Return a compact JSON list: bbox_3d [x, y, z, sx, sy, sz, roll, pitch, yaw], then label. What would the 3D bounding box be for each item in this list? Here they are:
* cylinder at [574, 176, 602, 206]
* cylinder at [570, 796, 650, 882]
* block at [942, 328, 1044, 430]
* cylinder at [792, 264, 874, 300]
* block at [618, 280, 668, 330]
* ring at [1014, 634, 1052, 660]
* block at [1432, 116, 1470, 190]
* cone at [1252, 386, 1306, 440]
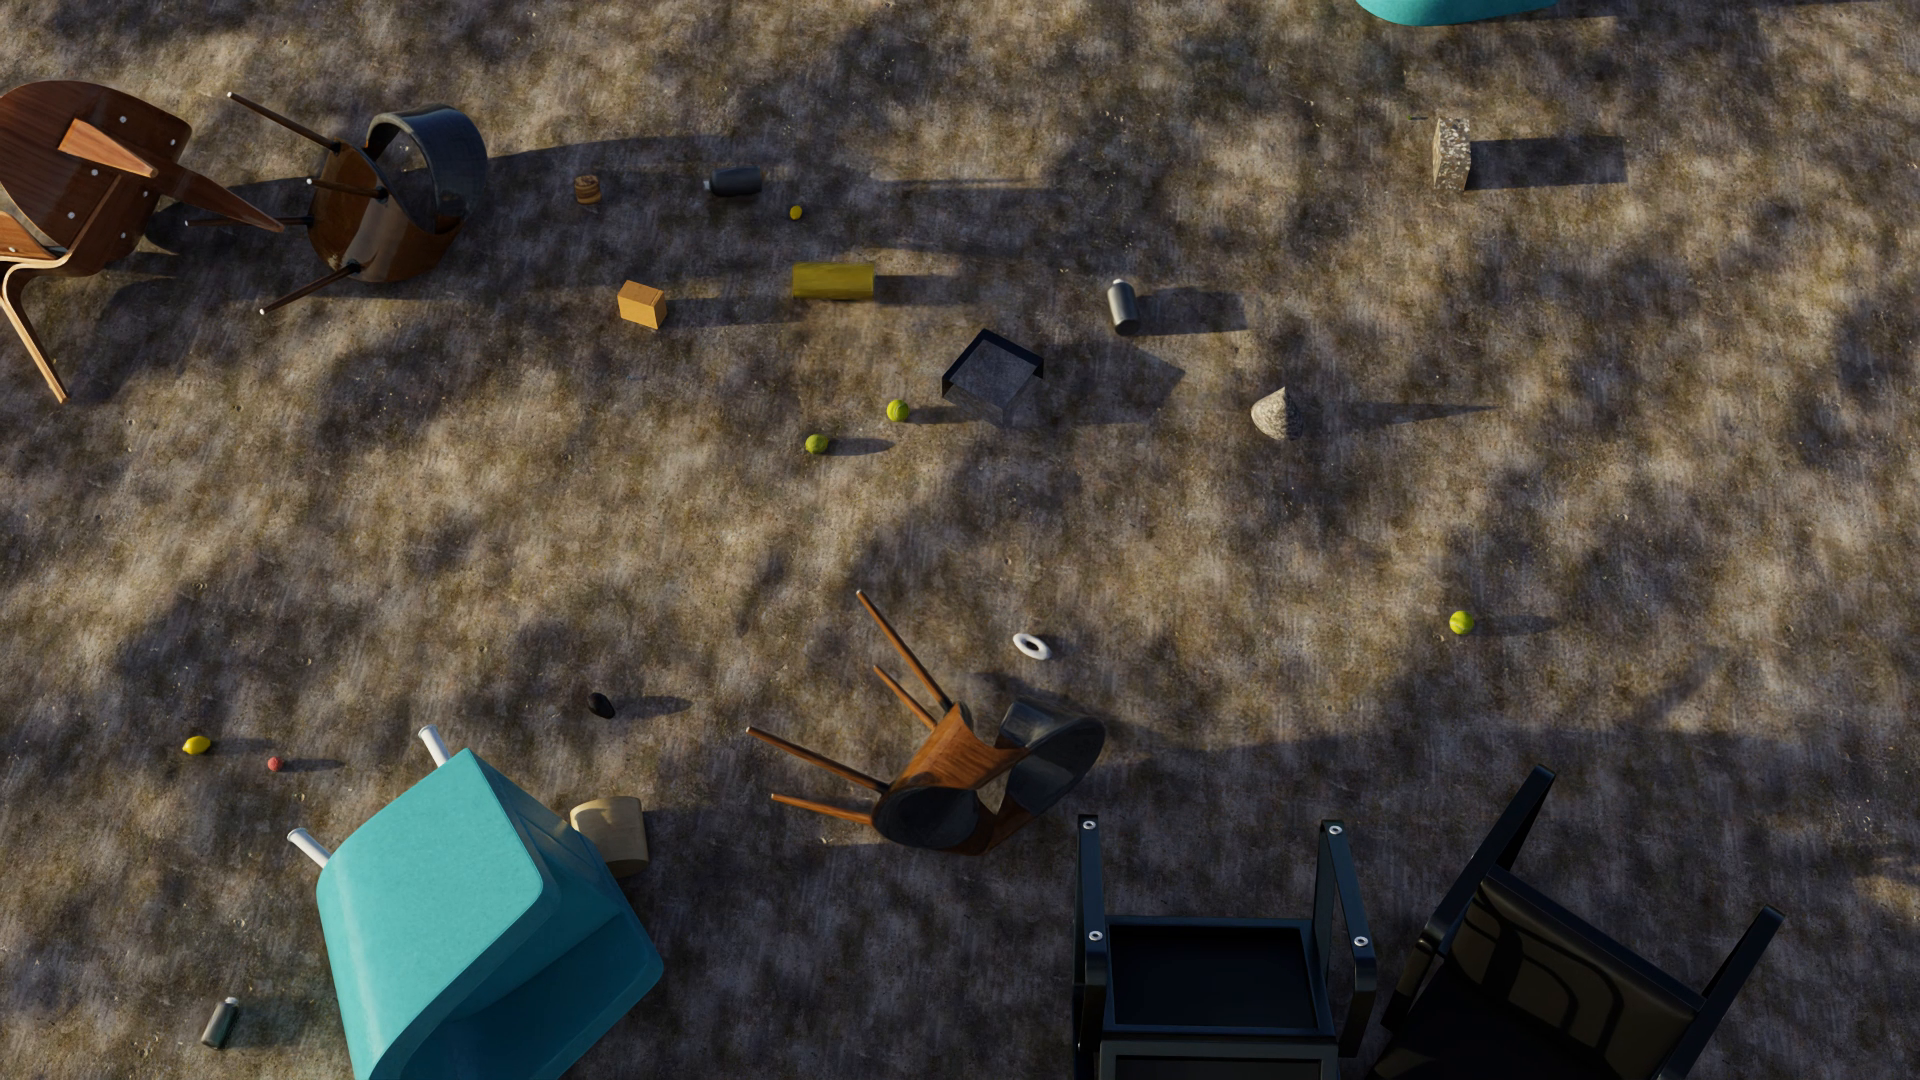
[{"bbox_3d":[-1.234,-1.160,7.296,0.081,0.095,0.044,-9,57,-6],"label":"cylinder"},{"bbox_3d":[-0.951,0.810,5.966,0.194,0.107,0.193,-12,55,-5],"label":"cylinder"},{"bbox_3d":[0.103,-0.503,6.849,0.224,0.105,0.236,29,61,18],"label":"block"},{"bbox_3d":[-0.405,-0.829,7.062,0.256,0.113,0.116,2,46,1],"label":"cylinder"},{"bbox_3d":[-1.013,-0.751,7.012,0.129,0.109,0.071,18,58,12],"label":"block"},{"bbox_3d":[0.210,0.308,6.354,0.127,0.023,0.062,29,62,18],"label":"ring"},{"bbox_3d":[1.646,-1.295,7.366,0.099,0.127,0.209,5,56,3],"label":"block"},{"bbox_3d":[0.988,-0.421,6.757,0.143,0.165,0.186,-38,64,-22],"label":"cone"}]
